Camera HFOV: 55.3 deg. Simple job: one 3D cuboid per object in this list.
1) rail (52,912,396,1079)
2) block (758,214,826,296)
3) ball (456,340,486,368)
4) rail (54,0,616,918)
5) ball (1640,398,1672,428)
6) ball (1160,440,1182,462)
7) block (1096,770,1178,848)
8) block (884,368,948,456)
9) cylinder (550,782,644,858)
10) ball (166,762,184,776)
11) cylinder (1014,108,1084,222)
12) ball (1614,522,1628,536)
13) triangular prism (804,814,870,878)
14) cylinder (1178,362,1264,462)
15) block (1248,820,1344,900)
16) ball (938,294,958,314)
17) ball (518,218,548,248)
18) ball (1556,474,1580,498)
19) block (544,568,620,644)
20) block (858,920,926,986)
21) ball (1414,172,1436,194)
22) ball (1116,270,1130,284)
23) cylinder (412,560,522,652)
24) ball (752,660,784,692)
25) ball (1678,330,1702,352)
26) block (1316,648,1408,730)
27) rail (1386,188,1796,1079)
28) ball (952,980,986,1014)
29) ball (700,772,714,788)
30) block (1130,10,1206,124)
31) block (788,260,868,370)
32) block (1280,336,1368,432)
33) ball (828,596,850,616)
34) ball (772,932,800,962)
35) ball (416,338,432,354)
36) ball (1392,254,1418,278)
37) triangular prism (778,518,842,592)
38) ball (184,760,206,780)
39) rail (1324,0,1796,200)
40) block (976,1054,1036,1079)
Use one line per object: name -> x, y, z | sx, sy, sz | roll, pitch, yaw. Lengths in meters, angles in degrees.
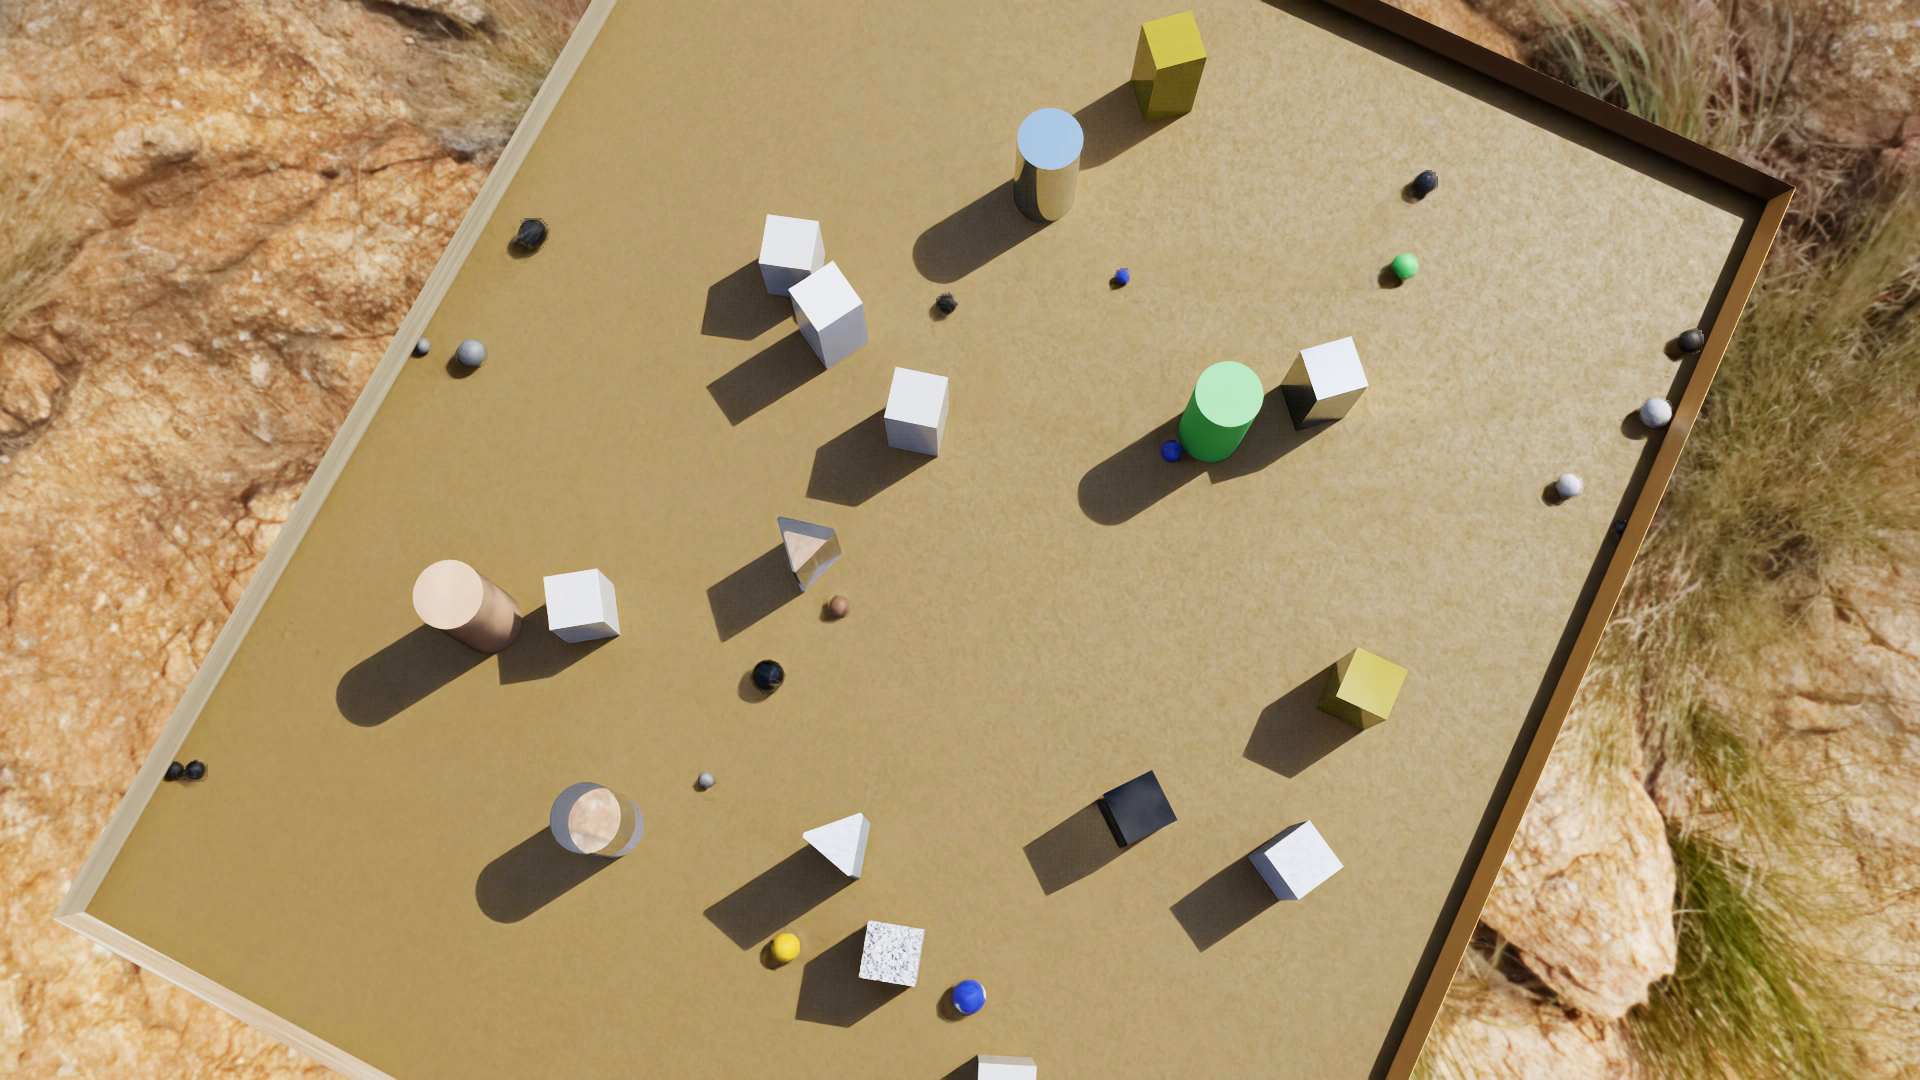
rail -> -0.958, 1.883, 5.161 | 3.665, 0.128, 0.045 | 26, 80, 5
block -> -0.516, -0.869, 5.656 | 0.157, 0.276, 0.157 | 8, 78, 2
ball -> -1.519, -0.579, 5.692 | 0.087, 0.087, 0.087 | 0, 78, 0
rail -> -1.618, -0.785, 5.713 | 0.045, 0.128, 4.332 | 26, 80, 5
ball -> 2.146, -0.390, 5.651 | 0.091, 0.091, 0.091 | 0, 78, 0
ball -> 0.650, -0.275, 5.641 | 0.065, 0.065, 0.065 | 0, 78, 0
block -> 0.508, 0.782, 5.308 | 0.157, 0.288, 0.157 | -26, 79, -5
block -> -0.128, -0.383, 5.525 | 0.157, 0.335, 0.157 | 12, 79, 2
cylinder -> -1.035, 0.806, 5.250 | 0.196, 0.390, 0.196 | 0, 78, 0
ball -> -2.336, 0.682, 5.452 | 0.046, 0.046, 0.046 | 0, 78, 0
cylinder -> 0.268, -1.147, 5.639 | 0.196, 0.421, 0.196 | 0, 78, 0
ball -> 2.024, -0.036, 5.601 | 0.044, 0.044, 0.044 | 0, 78, 0
triangular prism -> -0.317, 0.849, 5.222 | 0.170, 0.429, 0.147 | 40, 81, 8
cylinder -> 0.776, -0.379, 5.482 | 0.196, 0.416, 0.196 | 0, 78, 0
block -> 0.960, 0.924, 5.267 | 0.157, 0.311, 0.157 | -35, 80, -7
ball -> -0.039, -0.741, 5.739 | 0.060, 0.060, 0.060 | 0, 78, 0
ball -> -1.345, -0.966, 5.771 | 0.090, 0.090, 0.090 | 0, 78, 0
ball -> 1.863, -0.166, 5.614 | 0.073, 0.073, 0.073 | 0, 78, 0
block -> -1.120, 0.198, 5.440 | 0.157, 0.265, 0.157 | -9, 78, -2
block -> -0.192, 1.179, 5.239 | 0.157, 0.262, 0.157 | 9, 78, 2
ball -> 1.476, -1.133, 5.816 | 0.069, 0.069, 0.069 | 0, 78, 0
ball -> 0.513, -0.826, 5.766 | 0.043, 0.043, 0.043 | 0, 78, 0
cylinder -> -1.428, 0.199, 5.338 | 0.196, 0.464, 0.196 | 0, 78, 0
ball -> -0.573, 0.406, 5.483 | 0.098, 0.098, 0.098 | 0, 78, 0
ball -> 2.274, -0.621, 5.709 | 0.070, 0.070, 0.070 | 0, 78, 0
block -> 1.175, 0.439, 5.373 | 0.157, 0.300, 0.157 | 25, 79, 5
rail -> 1.618, 0.799, 5.385 | 0.045, 0.128, 4.332 | 26, 80, 5
ball -> 0.028, 1.319, 5.294 | 0.097, 0.097, 0.097 | 0, 78, 0
ball -> -0.752, 0.714, 5.446 | 0.045, 0.045, 0.045 | 0, 78, 0
block -> 0.648, -1.473, 5.726 | 0.157, 0.383, 0.157 | -15, 79, -3
block -> -0.395, -0.677, 5.562 | 0.157, 0.381, 0.157 | -34, 80, -7
block -> 1.096, -0.467, 5.534 | 0.157, 0.351, 0.157 | -16, 79, -3
ball -> -0.365, 0.199, 5.543 | 0.063, 0.063, 0.063 | 0, 78, 0
ball -> -0.505, 1.185, 5.329 | 0.082, 0.082, 0.082 | 0, 78, 0
ball -> -1.675, -0.607, 5.717 | 0.049, 0.049, 0.049 | 0, 78, 0
ball -> 1.396, -0.860, 5.754 | 0.080, 0.080, 0.080 | 0, 78, 0
triangular prism -> -0.473, 0.016, 5.450 | 0.147, 0.321, 0.170 | 43, 81, 8
ball -> -2.271, 0.685, 5.444 | 0.060, 0.060, 0.060 | 0, 78, 0
rail -> 0.958, -1.870, 5.937 | 3.665, 0.128, 0.045 | 26, 80, 5
block -> 0.126, 1.538, 5.132 | 0.157, 0.325, 0.157 | 3, 78, 1
